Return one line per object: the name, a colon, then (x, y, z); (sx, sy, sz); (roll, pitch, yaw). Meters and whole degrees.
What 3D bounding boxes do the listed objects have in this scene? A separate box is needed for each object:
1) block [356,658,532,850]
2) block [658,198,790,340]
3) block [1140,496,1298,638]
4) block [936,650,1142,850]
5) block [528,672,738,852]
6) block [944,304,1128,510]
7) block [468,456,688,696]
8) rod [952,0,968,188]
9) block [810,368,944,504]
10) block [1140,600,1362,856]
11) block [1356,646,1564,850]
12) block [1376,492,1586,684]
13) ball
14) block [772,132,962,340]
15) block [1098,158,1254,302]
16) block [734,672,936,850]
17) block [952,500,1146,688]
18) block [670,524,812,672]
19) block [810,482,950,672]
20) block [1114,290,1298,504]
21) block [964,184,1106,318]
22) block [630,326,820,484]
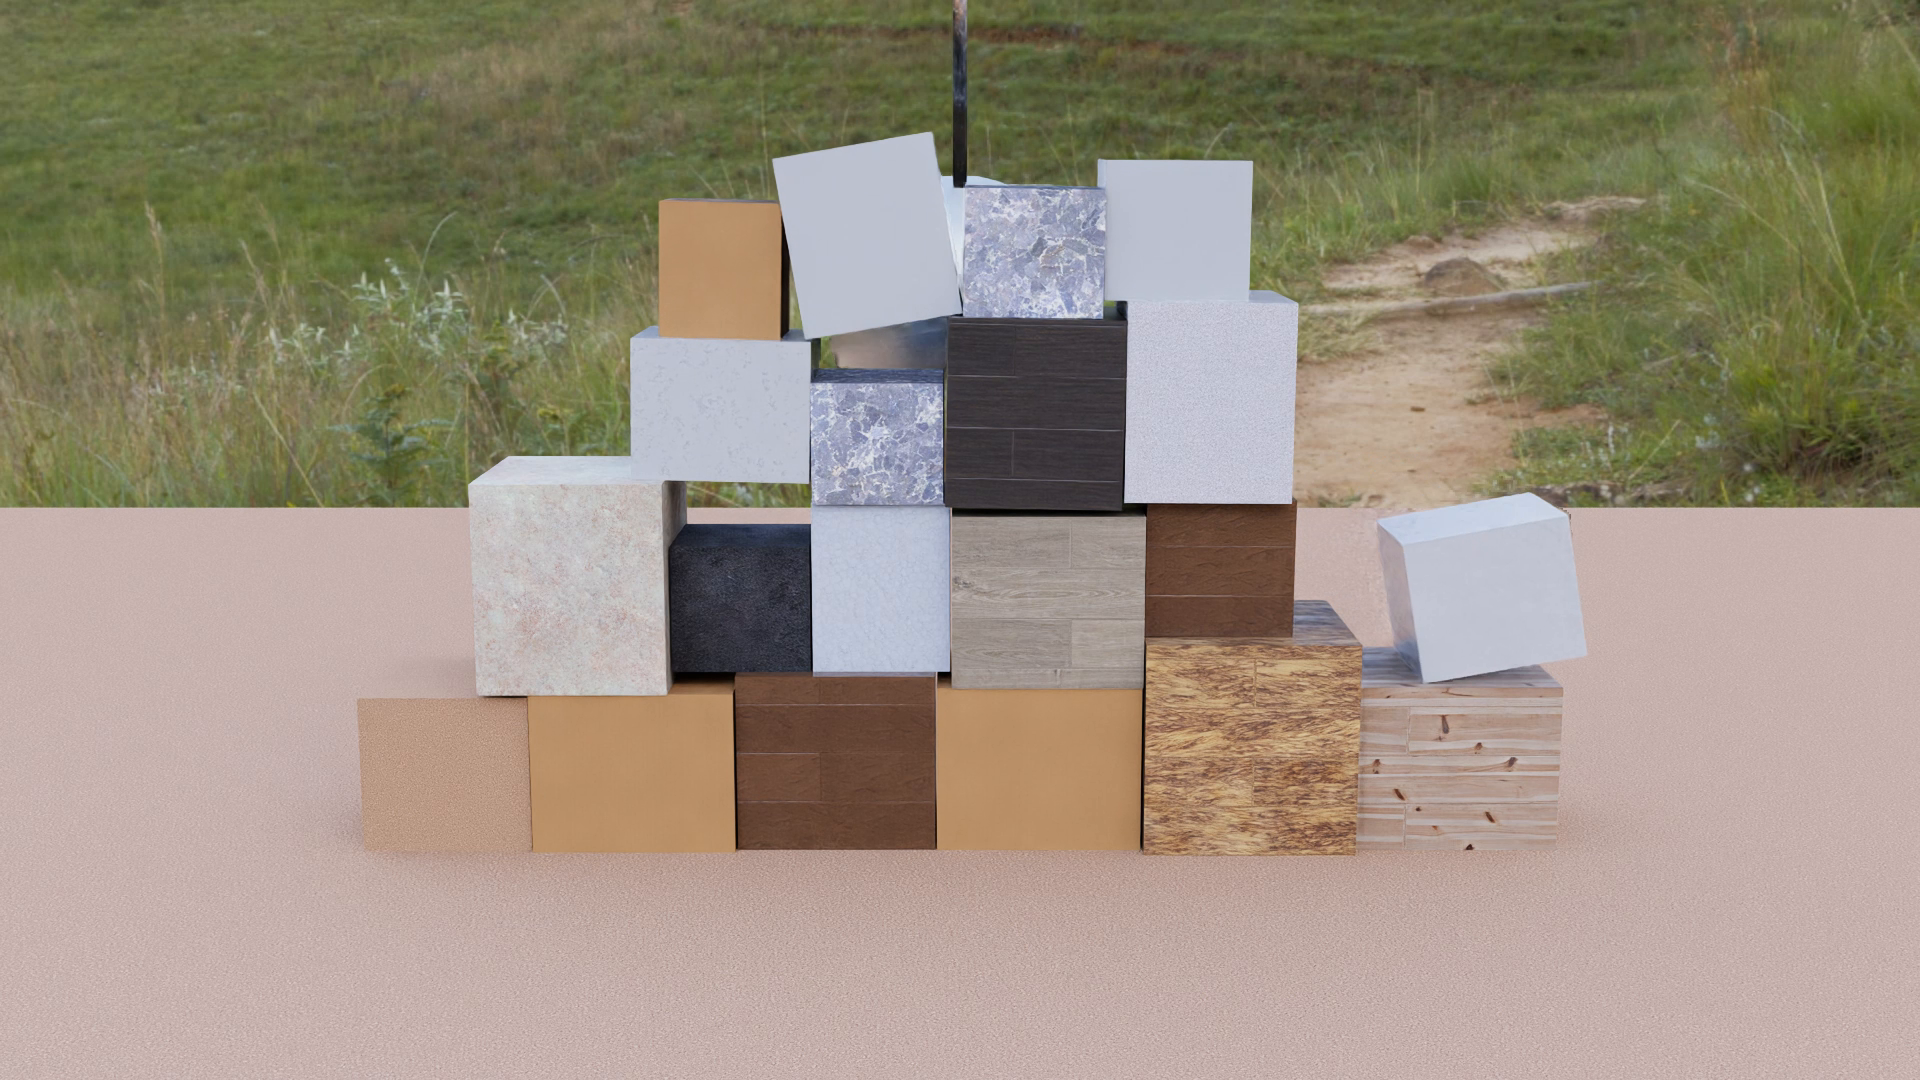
block: (-2.562, 1.090, 11.376); (0.842, 0.784, 0.877); (0, 10, 0)
block: (-1.165, -1.358, 10.953); (0.592, 0.658, 0.576); (1, 10, 0)
block: (1.286, 0.079, 11.198); (0.735, 0.686, 0.709); (0, 10, 0)
block: (0.394, 1.068, 11.359); (1.017, 0.834, 0.846); (0, 10, 0)
block: (-1.626, 1.078, 11.362); (1.010, 0.813, 0.929); (0, 10, 0)
block: (0.365, -0.687, 11.067); (0.860, 0.922, 0.929); (1, 10, 0)
block: (-1.910, 0.162, 11.195); (0.934, 1.050, 0.962); (0, 10, 0)
rod: (0.000, -4.279, 11.316); (0.080, 5.200, 0.080); (0, 31, 0)
block: (-0.404, -0.530, 11.069); (0.644, 0.595, 0.710); (0, 10, 0)
block: (1.438, 0.946, 11.360); (1.053, 1.074, 1.084); (0, 10, 0)
block: (2.479, 1.062, 11.379); (1.009, 0.839, 0.888); (0, 10, 0)
block: (2.642, 0.233, 11.215); (0.819, 0.716, 0.723); (-10, 10, 2)
ball: (0.000, -1.350, 13.043); (1.600, 1.600, 1.600); (0, 10, 0)
block: (-0.442, -1.521, 10.914); (0.774, 0.876, 0.700); (-10, 10, 2)
block: (1.047, -1.543, 10.890); (0.700, 0.669, 0.670); (0, 10, 0)
block: (-0.618, 1.038, 11.357); (0.987, 0.894, 0.851); (0, 10, 0)
block: (0.433, 0.231, 11.233); (0.947, 0.860, 0.917); (0, 10, 0)
block: (-1.088, 0.286, 11.224); (0.690, 0.634, 0.661); (0, 10, 0)
block: (-0.392, 0.175, 11.229); (0.683, 0.850, 0.694); (0, 10, 0)
block: (1.210, -0.739, 11.064); (0.815, 0.972, 0.924); (0, 10, 0)
block: (0.357, -1.439, 10.903); (0.673, 0.613, 0.741); (1, 10, 0)
block: (-1.166, -0.692, 11.066); (0.872, 0.692, 0.741); (1, 10, 0)
